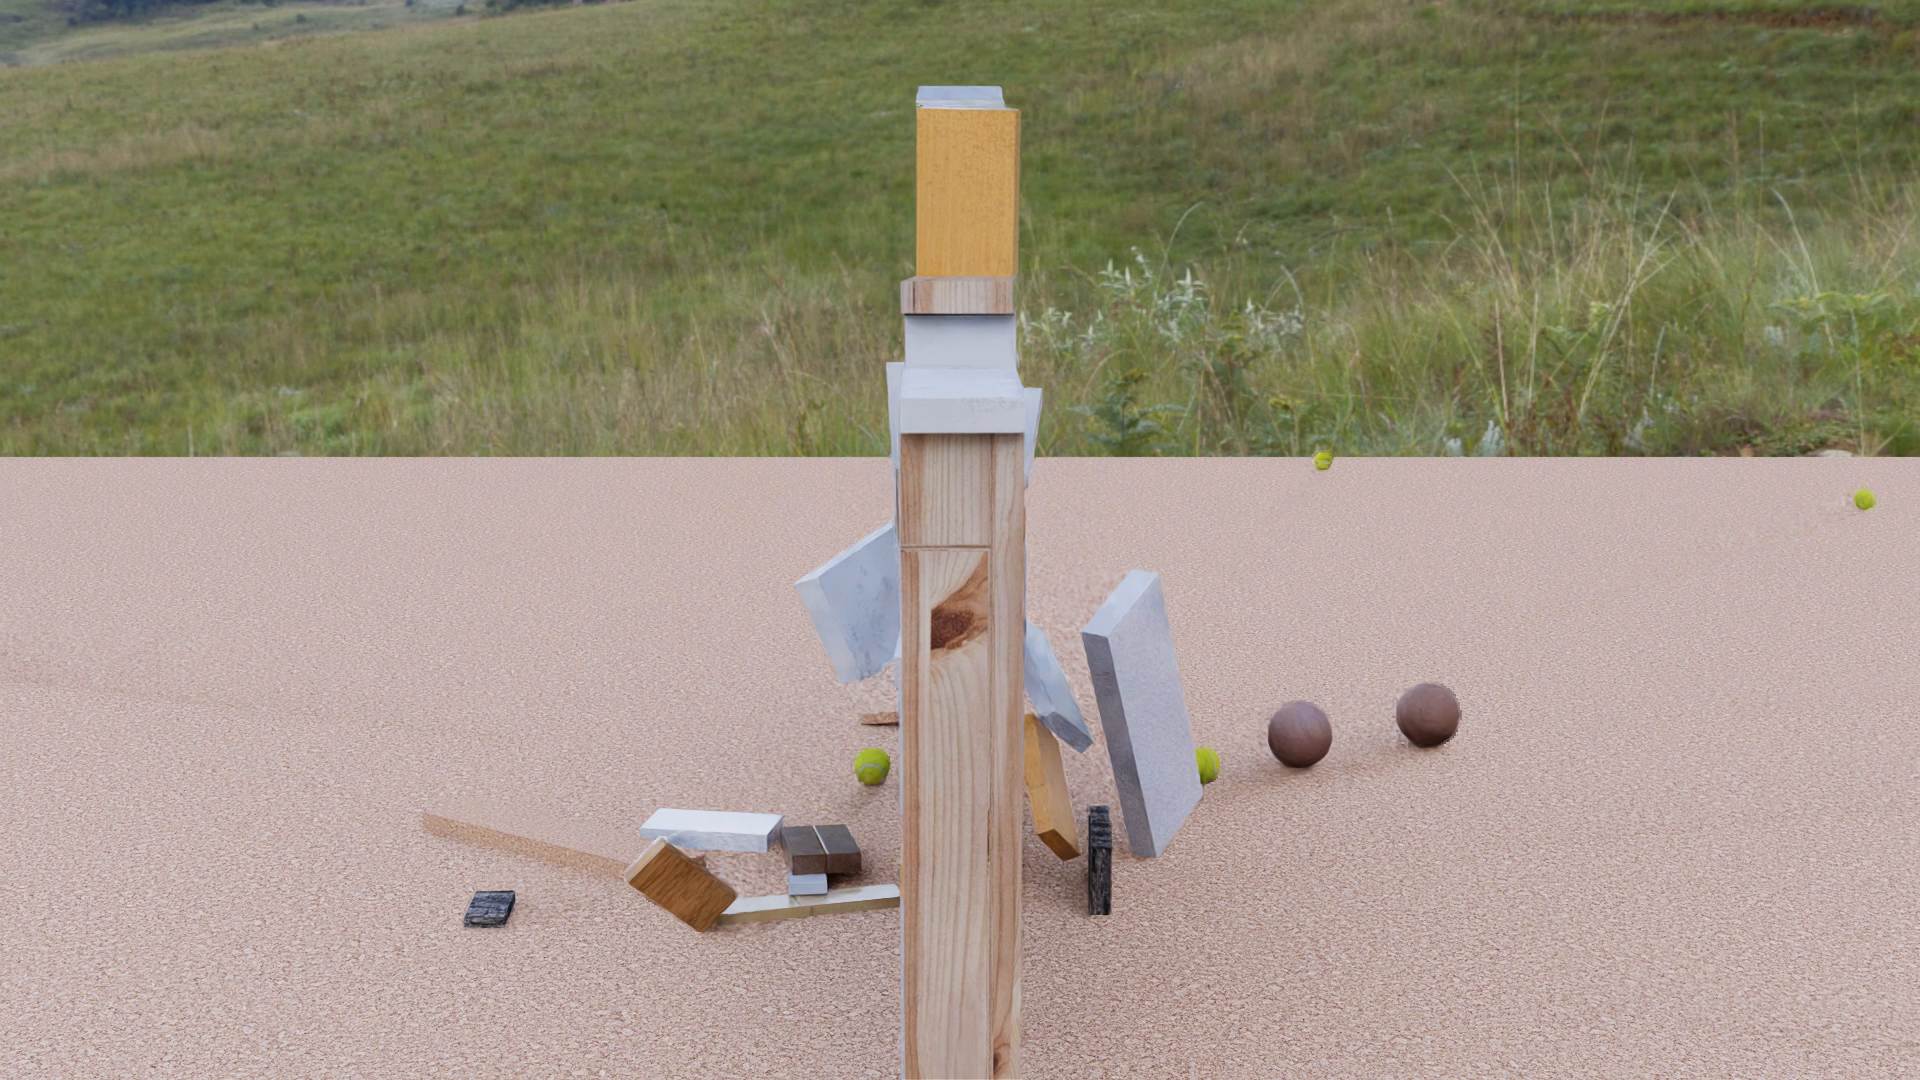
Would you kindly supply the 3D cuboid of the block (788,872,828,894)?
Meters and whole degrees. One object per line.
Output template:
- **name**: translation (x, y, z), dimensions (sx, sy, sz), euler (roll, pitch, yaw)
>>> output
- **block**: translation (-0.254, 0.570, 3.663), dimensions (0.063, 0.018, 0.126), euler (-2, 1, -4)

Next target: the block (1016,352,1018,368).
- **block**: translation (-0.006, -0.184, 3.567), dimensions (0.140, 0.279, 0.040), euler (13, 24, -4)

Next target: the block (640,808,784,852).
- **block**: translation (-0.445, 0.521, 3.949), dimensions (0.233, 0.033, 0.117), euler (2, 11, 10)

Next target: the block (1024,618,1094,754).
- **block**: translation (0.147, 0.241, 3.897), dimensions (0.114, 0.032, 0.314), euler (40, 16, -35)

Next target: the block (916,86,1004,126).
- **block**: translation (0.000, -0.820, 4.149), dimensions (0.160, 0.045, 0.320), euler (0, 16, 0)

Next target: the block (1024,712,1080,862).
- **block**: translation (0.150, 0.419, 3.745), dimensions (0.032, 0.229, 0.114), euler (-21, -38, 15)

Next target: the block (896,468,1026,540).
- **block**: translation (-0.004, -0.055, 3.222), dimensions (0.175, 0.050, 0.351), euler (-1, 11, -2)

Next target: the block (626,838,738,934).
- **block**: translation (-0.436, 0.543, 3.449), dimensions (0.165, 0.082, 0.023), euler (42, 5, -32)

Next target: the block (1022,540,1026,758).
- **block**: translation (0.006, 0.154, 3.194), dimensions (0.175, 0.351, 0.050), euler (0, 27, 0)

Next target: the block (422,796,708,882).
- **block**: translation (-0.706, 0.532, 3.890), dimensions (0.578, 0.033, 0.117), euler (7, 13, 34)

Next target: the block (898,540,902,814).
- **block**: translation (-0.007, 0.185, 3.401), dimensions (0.175, 0.489, 0.050), euler (0, 15, -2)

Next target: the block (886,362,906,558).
- **block**: translation (-0.029, 0.039, 3.480), dimensions (0.139, 0.646, 0.040), euler (-3, 3, -2)

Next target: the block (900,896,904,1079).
- **block**: translation (-0.001, 0.588, 2.855), dimensions (0.150, 0.301, 0.043), euler (0, 10, 0)

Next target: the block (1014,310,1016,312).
- **block**: translation (0.005, -0.173, 2.934), dimensions (0.137, 0.274, 0.039), euler (-1, 11, -1)

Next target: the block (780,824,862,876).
- **block**: translation (-0.243, 0.535, 3.809), dimensions (0.117, 0.033, 0.233), euler (-2, 5, -10)

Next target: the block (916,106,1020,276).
- **block**: translation (0.014, -0.601, 3.992), dimensions (0.179, 0.358, 0.051), euler (4, 15, 12)

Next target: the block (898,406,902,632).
- **block**: translation (-0.004, -0.027, 2.702), dimensions (0.140, 0.280, 0.040), euler (0, 12, 2)

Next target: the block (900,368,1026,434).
- **block**: translation (0.001, -0.165, 2.576), dimensions (0.140, 0.040, 0.280), euler (0, 11, -1)

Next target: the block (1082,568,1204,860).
- **block**: translation (0.318, 0.303, 3.777), dimensions (0.051, 0.494, 0.179), euler (10, 40, 33)

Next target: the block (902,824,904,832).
- **block**: translation (-0.004, 0.458, 2.723), dimensions (0.131, 0.604, 0.037), euler (0, 15, 0)

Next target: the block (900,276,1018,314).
- **block**: translation (0.003, -0.314, 2.809), dimensions (0.137, 0.039, 0.274), euler (0, 8, 3)

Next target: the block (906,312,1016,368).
- **block**: translation (0.001, -0.092, 2.761), dimensions (0.137, 0.386, 0.039), euler (0, 13, -1)

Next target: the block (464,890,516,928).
- **block**: translation (-0.763, 0.599, 3.570), dimensions (0.063, 0.018, 0.126), euler (-1, 11, -3)

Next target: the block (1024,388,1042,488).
- **block**: translation (0.066, -0.155, 3.262), dimensions (0.091, 0.026, 0.183), euler (3, 48, 9)

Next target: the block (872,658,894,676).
- **block**: translation (-0.137, 0.164, 3.772), dimensions (0.026, 0.090, 0.181), euler (-40, 0, 25)

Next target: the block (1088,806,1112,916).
- **block**: translation (0.232, 0.532, 3.665), dimensions (0.032, 0.114, 0.229), euler (1, 11, 2)

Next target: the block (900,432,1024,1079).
- **block**: translation (0.003, 0.318, 2.608), dimensions (0.140, 0.921, 0.040), euler (0, 14, 0)

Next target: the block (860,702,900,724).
- **block**: translation (-0.125, 0.370, 4.728), dimensions (0.163, 0.023, 0.081), euler (-5, 9, 16)

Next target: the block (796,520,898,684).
- **block**: translation (-0.110, 0.077, 3.626), dimensions (0.051, 0.179, 0.358), euler (-17, 12, 40)

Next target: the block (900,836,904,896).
- **block**: translation (0.001, 0.401, 2.922), dimensions (0.150, 0.043, 0.301), euler (0, 11, 1)

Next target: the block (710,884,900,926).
- **block**: translation (-0.255, 0.595, 3.591), dimensions (0.322, 0.018, 0.063), euler (-3, 11, -16)

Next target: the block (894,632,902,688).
- **block**: translation (-0.010, 0.132, 2.719), dimensions (0.131, 0.037, 0.261), euler (0, 11, 1)

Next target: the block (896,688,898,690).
- **block**: translation (-0.013, 0.204, 3.879), dimensions (0.159, 0.045, 0.318), euler (1, 11, 6)
